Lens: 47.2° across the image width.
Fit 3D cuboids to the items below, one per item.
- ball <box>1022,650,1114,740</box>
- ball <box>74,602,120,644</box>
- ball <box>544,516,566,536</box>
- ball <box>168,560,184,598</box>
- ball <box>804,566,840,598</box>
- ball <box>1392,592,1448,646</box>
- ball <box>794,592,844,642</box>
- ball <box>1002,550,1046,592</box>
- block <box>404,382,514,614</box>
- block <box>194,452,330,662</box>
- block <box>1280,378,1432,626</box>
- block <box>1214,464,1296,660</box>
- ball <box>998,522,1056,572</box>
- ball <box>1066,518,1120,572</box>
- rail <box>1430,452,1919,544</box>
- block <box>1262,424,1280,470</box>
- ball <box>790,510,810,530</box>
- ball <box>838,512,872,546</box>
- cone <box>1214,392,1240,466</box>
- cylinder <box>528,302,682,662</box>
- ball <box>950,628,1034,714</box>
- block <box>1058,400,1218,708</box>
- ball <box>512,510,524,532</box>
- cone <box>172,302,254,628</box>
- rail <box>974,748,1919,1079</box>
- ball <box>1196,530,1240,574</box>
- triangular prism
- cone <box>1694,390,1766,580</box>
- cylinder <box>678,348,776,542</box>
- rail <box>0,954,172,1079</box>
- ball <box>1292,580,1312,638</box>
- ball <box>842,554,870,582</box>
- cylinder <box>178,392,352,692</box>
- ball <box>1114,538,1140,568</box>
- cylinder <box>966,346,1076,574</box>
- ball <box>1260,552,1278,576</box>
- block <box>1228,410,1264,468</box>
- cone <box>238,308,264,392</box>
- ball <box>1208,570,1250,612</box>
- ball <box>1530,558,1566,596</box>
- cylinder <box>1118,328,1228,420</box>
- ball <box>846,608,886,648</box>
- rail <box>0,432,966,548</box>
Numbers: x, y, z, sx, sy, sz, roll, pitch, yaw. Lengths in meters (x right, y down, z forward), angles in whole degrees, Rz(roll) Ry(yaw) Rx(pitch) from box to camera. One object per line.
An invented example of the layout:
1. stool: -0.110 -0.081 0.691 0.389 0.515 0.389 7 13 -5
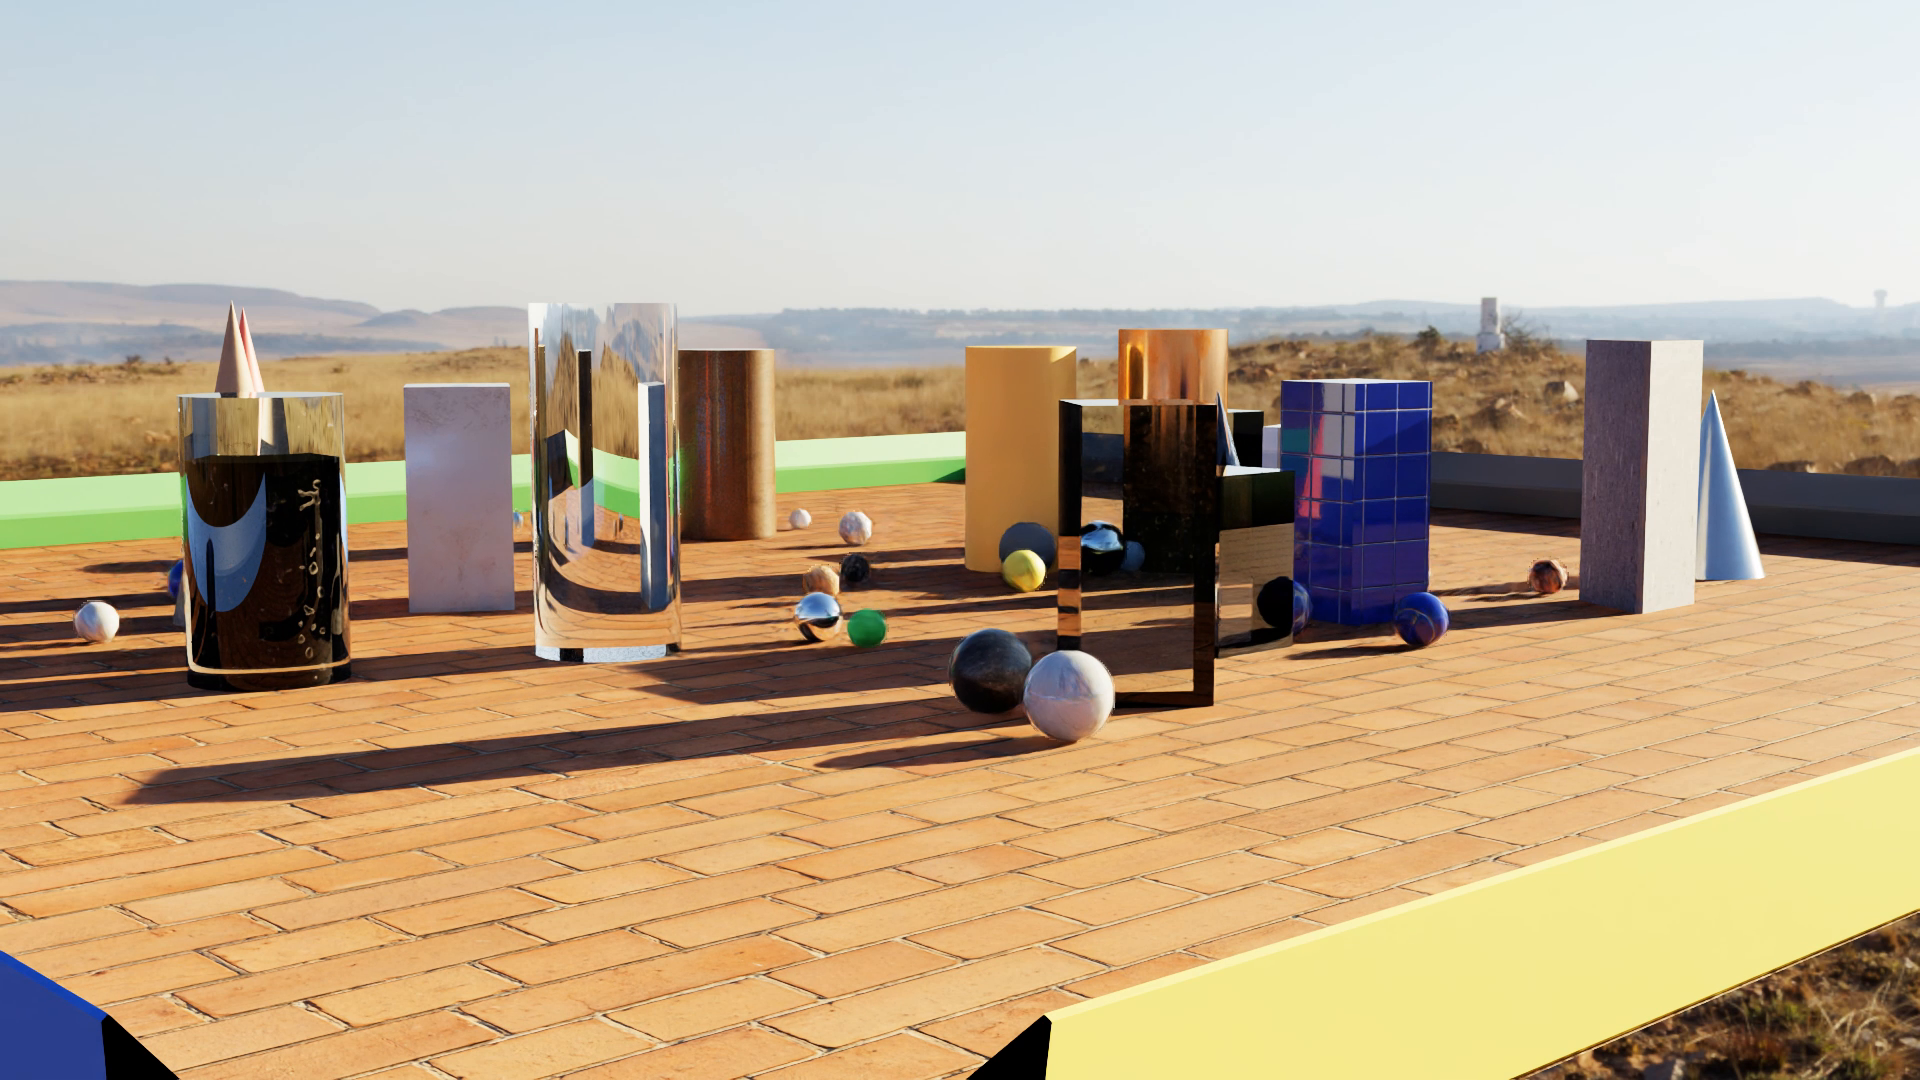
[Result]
1. ball: 0.112 0.160 2.268 0.094 0.094 0.094 0 6 0
2. ball: -1.150 0.110 2.930 0.055 0.055 0.055 0 6 0
3. ball: -0.789 -0.027 4.290 0.042 0.042 0.042 0 6 0
4. ball: -1.160 0.062 3.318 0.069 0.069 0.069 0 6 0
5. ball: -0.209 0.067 3.339 0.054 0.054 0.054 0 6 0
6. ball: 0.607 0.104 2.899 0.072 0.072 0.072 0 6 0
7. ball: -0.189 0.103 2.941 0.066 0.066 0.066 0 6 0
8. ball: 0.100 0.049 3.451 0.067 0.067 0.067 0 6 0
9. block: -0.748 -0.067 3.289 0.151 0.330 0.151 -1 6 -12
10. block: -0.903 0.017 2.856 0.151 0.254 0.151 -1 6 -13
11. block: 0.570 -0.060 3.177 0.151 0.340 0.151 -4 7 -34
12. block: 0.331 0.024 2.890 0.151 0.233 0.151 -6 8 -43
13. ball: 0.111 0.016 3.624 0.095 0.095 0.095 0 6 0
14. ball: 0.225 0.009 3.713 0.091 0.091 0.091 0 6 0
15. rail: 1.359 -0.100 4.579 0.045 0.123 3.495 -6 8 -42
16. block: 0.623 -0.079 3.831 0.151 0.240 0.151 3 7 27
17. ball: -0.322 -0.041 4.428 0.042 0.042 0.042 0 6 0
18. ball: -0.197 -0.022 4.138 0.064 0.064 0.064 0 6 0
19. cone: 0.405 -0.079 3.467 0.189 0.317 0.189 0 6 0
20. cylinder: -0.457 -0.080 2.839 0.189 0.450 0.189 0 6 0
21. ball: 0.036 0.144 2.417 0.094 0.094 0.094 0 6 0
22. block: 0.200 0.012 2.513 0.151 0.338 0.151 -1 6 -7
23. ball: -0.887 -0.036 4.361 0.044 0.044 0.044 0 6 0
24. cone: -1.028 -0.113 3.126 0.189 0.457 0.189 0 6 0
25. rail: 1.169 0.165 2.072 3.746 0.123 0.045 -6 8 -42
26. ball: 0.432 0.020 3.688 0.074 0.074 0.074 0 6 0
27. triangular prism: 0.999 -0.101 3.296 0.142 0.396 0.164 6 8 45
28. cone: 1.256 -0.098 3.686 0.189 0.310 0.189 0 6 0
29. cylinder: -0.454 -0.188 4.278 0.189 0.364 0.189 0 6 0
30. rail: -1.359 0.164 2.085 0.045 0.123 3.495 -6 8 -42
31. ball: 0.433 0.092 2.961 0.083 0.083 0.083 0 6 0
32. ball: -0.171 0.046 3.576 0.045 0.045 0.045 0 6 0
33. cylinder: -0.832 -0.003 2.634 0.189 0.341 0.189 0 6 0
34. ball: 0.280 0.023 3.760 0.054 0.054 0.054 0 6 0
35. cylinder: 0.104 -0.141 3.769 0.189 0.378 0.189 0 6 0
36. ball: 0.520 0.039 3.675 0.040 0.040 0.040 0 6 0
37. block: 0.478 -0.127 4.253 0.151 0.247 0.151 -5 8 -37
38. cone: -1.106 -0.138 3.414 0.189 0.446 0.189 0 6 0
39. ball: 0.394 0.075 3.228 0.060 0.060 0.060 0 6 0
40. ball: 0.914 0.058 3.419 0.056 0.056 0.056 0 6 0
41. cylinder: 0.369 -0.162 3.823 0.189 0.408 0.189 0 6 0
42. ball: -0.123 0.116 2.885 0.052 0.052 0.052 0 6 0
43. rail: -1.169 -0.101 4.592 3.746 0.123 0.045 -6 8 -42
